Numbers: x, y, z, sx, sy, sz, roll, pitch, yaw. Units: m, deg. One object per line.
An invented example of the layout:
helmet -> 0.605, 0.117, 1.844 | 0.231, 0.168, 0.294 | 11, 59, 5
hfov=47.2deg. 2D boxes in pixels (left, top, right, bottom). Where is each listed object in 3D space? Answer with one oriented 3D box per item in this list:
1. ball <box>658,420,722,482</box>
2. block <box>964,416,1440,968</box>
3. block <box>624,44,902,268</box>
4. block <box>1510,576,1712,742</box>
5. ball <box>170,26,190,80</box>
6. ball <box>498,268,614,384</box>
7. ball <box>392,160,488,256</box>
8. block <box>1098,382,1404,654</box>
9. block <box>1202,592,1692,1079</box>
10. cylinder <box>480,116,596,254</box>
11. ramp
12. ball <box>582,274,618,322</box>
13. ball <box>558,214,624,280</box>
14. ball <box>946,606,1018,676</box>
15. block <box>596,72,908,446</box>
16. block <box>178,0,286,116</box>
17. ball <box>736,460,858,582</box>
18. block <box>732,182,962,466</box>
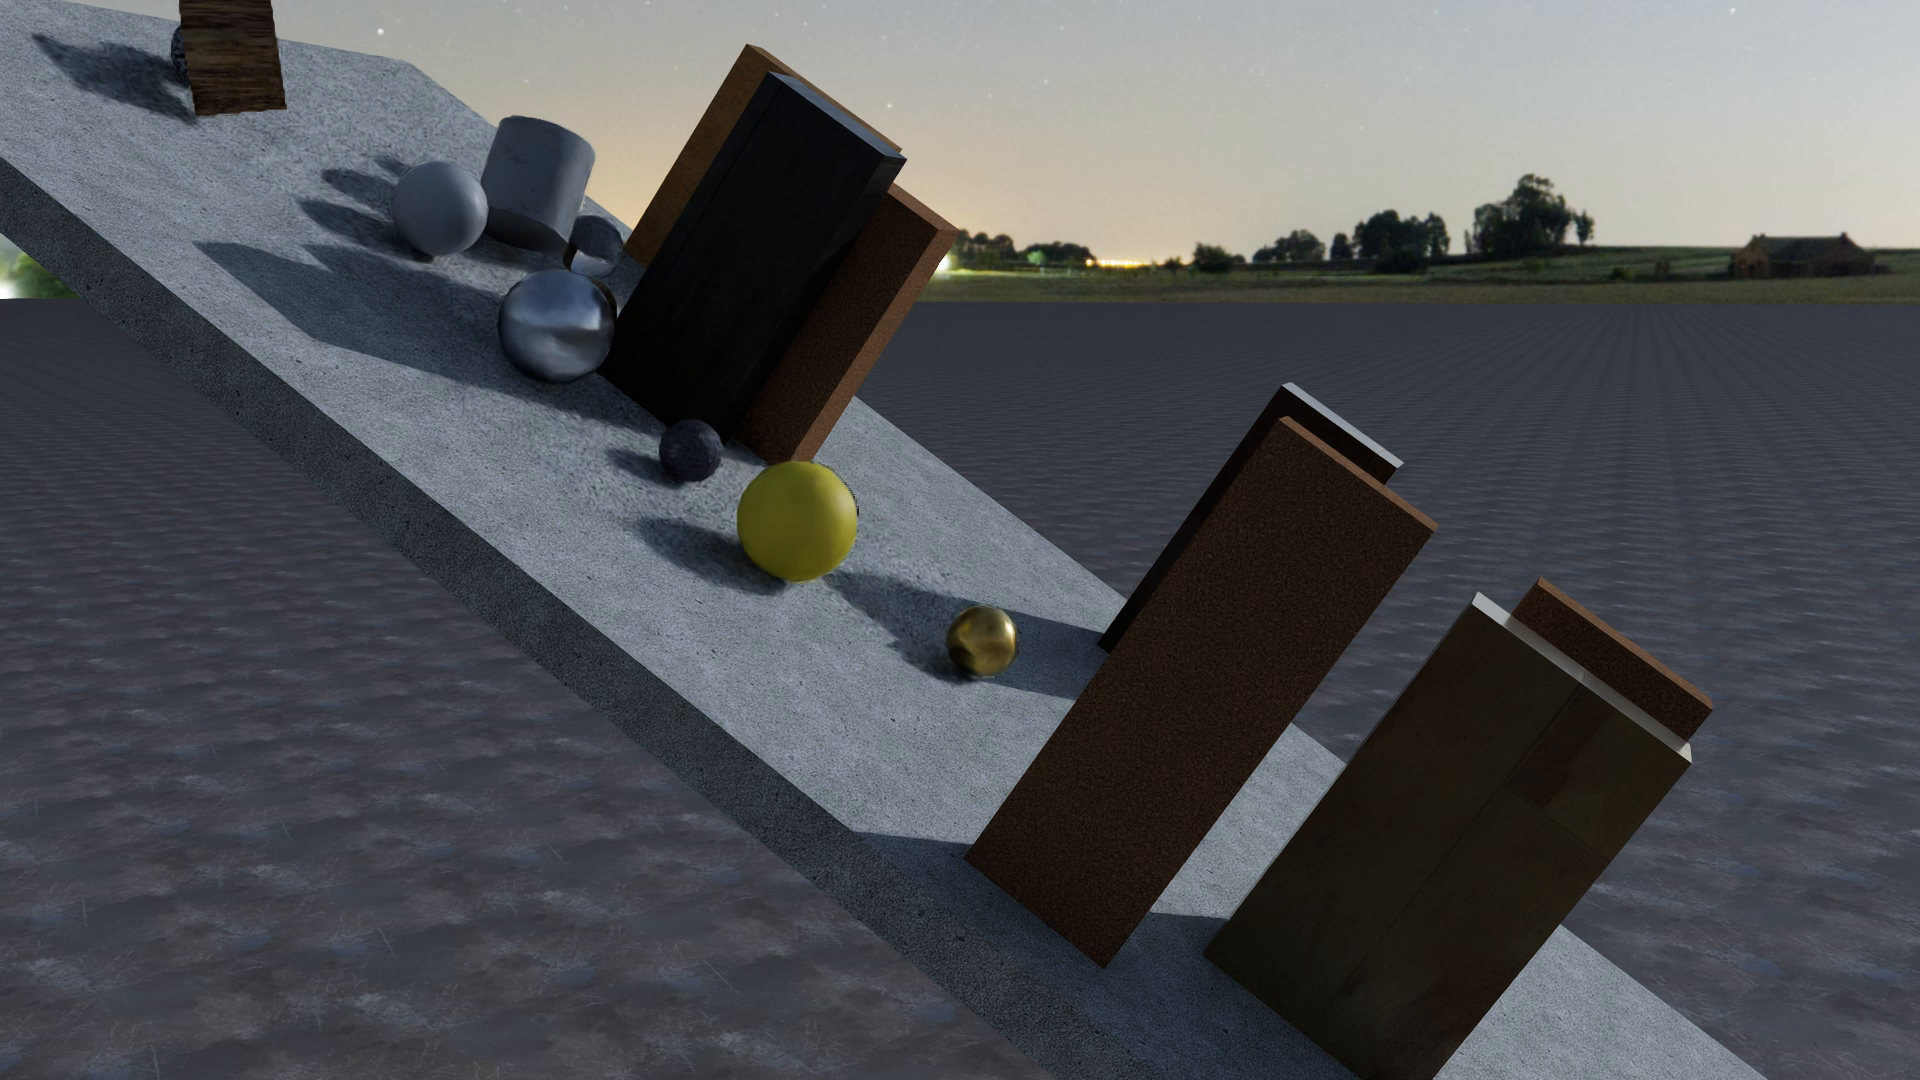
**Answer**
ball -> -0.477, -0.158, 3.897 | 0.112, 0.112, 0.112 | 0, 7, 0
block -> 0.334, 0.223, 3.130 | 0.259, 0.793, 0.083 | 37, 16, 10
block -> -0.450, -0.767, 4.960 | 0.406, 0.550, 0.092 | 37, 16, 10
block -> 0.849, 0.457, 3.575 | 0.326, 0.744, 0.099 | 37, 16, 10
ball -> -1.450, -0.940, 4.224 | 0.127, 0.127, 0.127 | 0, 7, 0
ball -> -0.715, -0.378, 3.896 | 0.204, 0.204, 0.204 | 0, 7, 0
ball -> -0.980, -0.624, 4.143 | 0.178, 0.178, 0.178 | 0, 7, 0
block -> 0.590, 0.030, 4.496 | 0.281, 0.657, 0.129 | 37, 16, 10
block -> 0.739, 0.479, 3.376 | 0.386, 0.696, 0.135 | 37, 16, 10
cylinder -> -0.866, -0.719, 4.460 | 0.204, 0.204, 0.204 | 14, -14, 4
ramp -> -0.098, 0.172, 4.085 | 4.000, 0.100, 2.000 | 37, 16, 10
ball -> -0.720, -0.430, 4.160 | 0.143, 0.143, 0.143 | 0, 7, 0
ball -> -0.775, -0.613, 4.610 | 0.137, 0.137, 0.137 | 0, 7, 0
ball -> 0.040, 0.179, 3.918 | 0.127, 0.127, 0.127 | 0, 7, 0
block -> -0.400, -0.517, 4.114 | 0.272, 0.654, 0.129 | 37, 16, 10
block -> -1.349, -0.908, 4.077 | 0.161, 0.161, 0.161 | -8, 51, -15
ball -> -0.278, -0.033, 3.752 | 0.206, 0.206, 0.206 | 0, 7, 0
block -> -0.341, -0.492, 4.320 | 0.426, 0.570, 0.145 | 37, 16, 10
